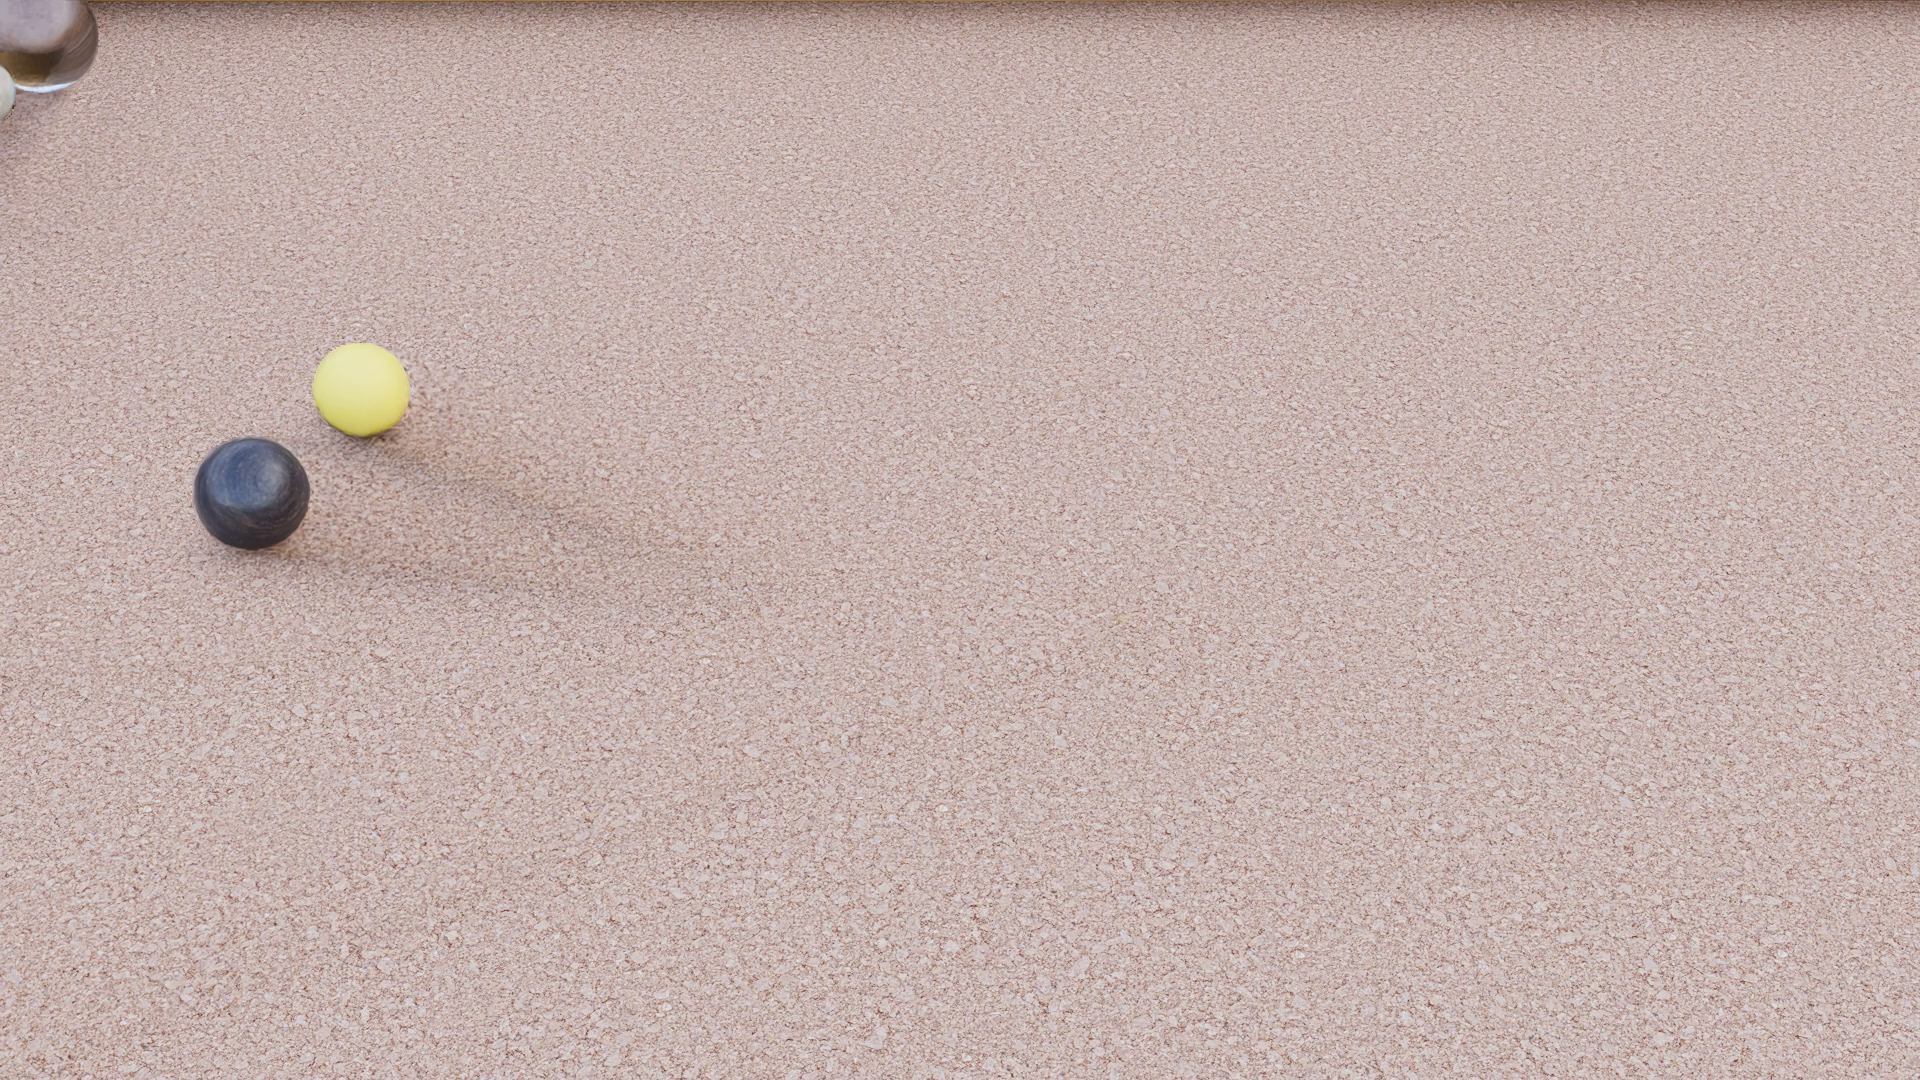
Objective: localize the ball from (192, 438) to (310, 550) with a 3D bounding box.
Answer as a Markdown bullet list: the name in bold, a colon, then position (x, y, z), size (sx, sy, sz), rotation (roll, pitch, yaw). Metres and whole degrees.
- **ball**: position (-0.468, -0.031, 1.694), size (0.075, 0.075, 0.075), rotation (0, 36, 0)

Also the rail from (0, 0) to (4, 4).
- **rail**: position (-0.875, -0.021, 1.633), size (0.045, 0.128, 1.838), rotation (0, 36, 0)

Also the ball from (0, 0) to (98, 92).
- **ball**: position (-0.804, -0.440, 2.238), size (0.098, 0.098, 0.098), rotation (0, 36, 0)

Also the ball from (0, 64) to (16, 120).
- **ball**: position (-0.839, -0.384, 2.195), size (0.059, 0.059, 0.059), rotation (0, 36, 0)

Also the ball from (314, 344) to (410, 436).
- **ball**: position (-0.420, -0.105, 1.804), size (0.066, 0.066, 0.066), rotation (0, 36, 0)
